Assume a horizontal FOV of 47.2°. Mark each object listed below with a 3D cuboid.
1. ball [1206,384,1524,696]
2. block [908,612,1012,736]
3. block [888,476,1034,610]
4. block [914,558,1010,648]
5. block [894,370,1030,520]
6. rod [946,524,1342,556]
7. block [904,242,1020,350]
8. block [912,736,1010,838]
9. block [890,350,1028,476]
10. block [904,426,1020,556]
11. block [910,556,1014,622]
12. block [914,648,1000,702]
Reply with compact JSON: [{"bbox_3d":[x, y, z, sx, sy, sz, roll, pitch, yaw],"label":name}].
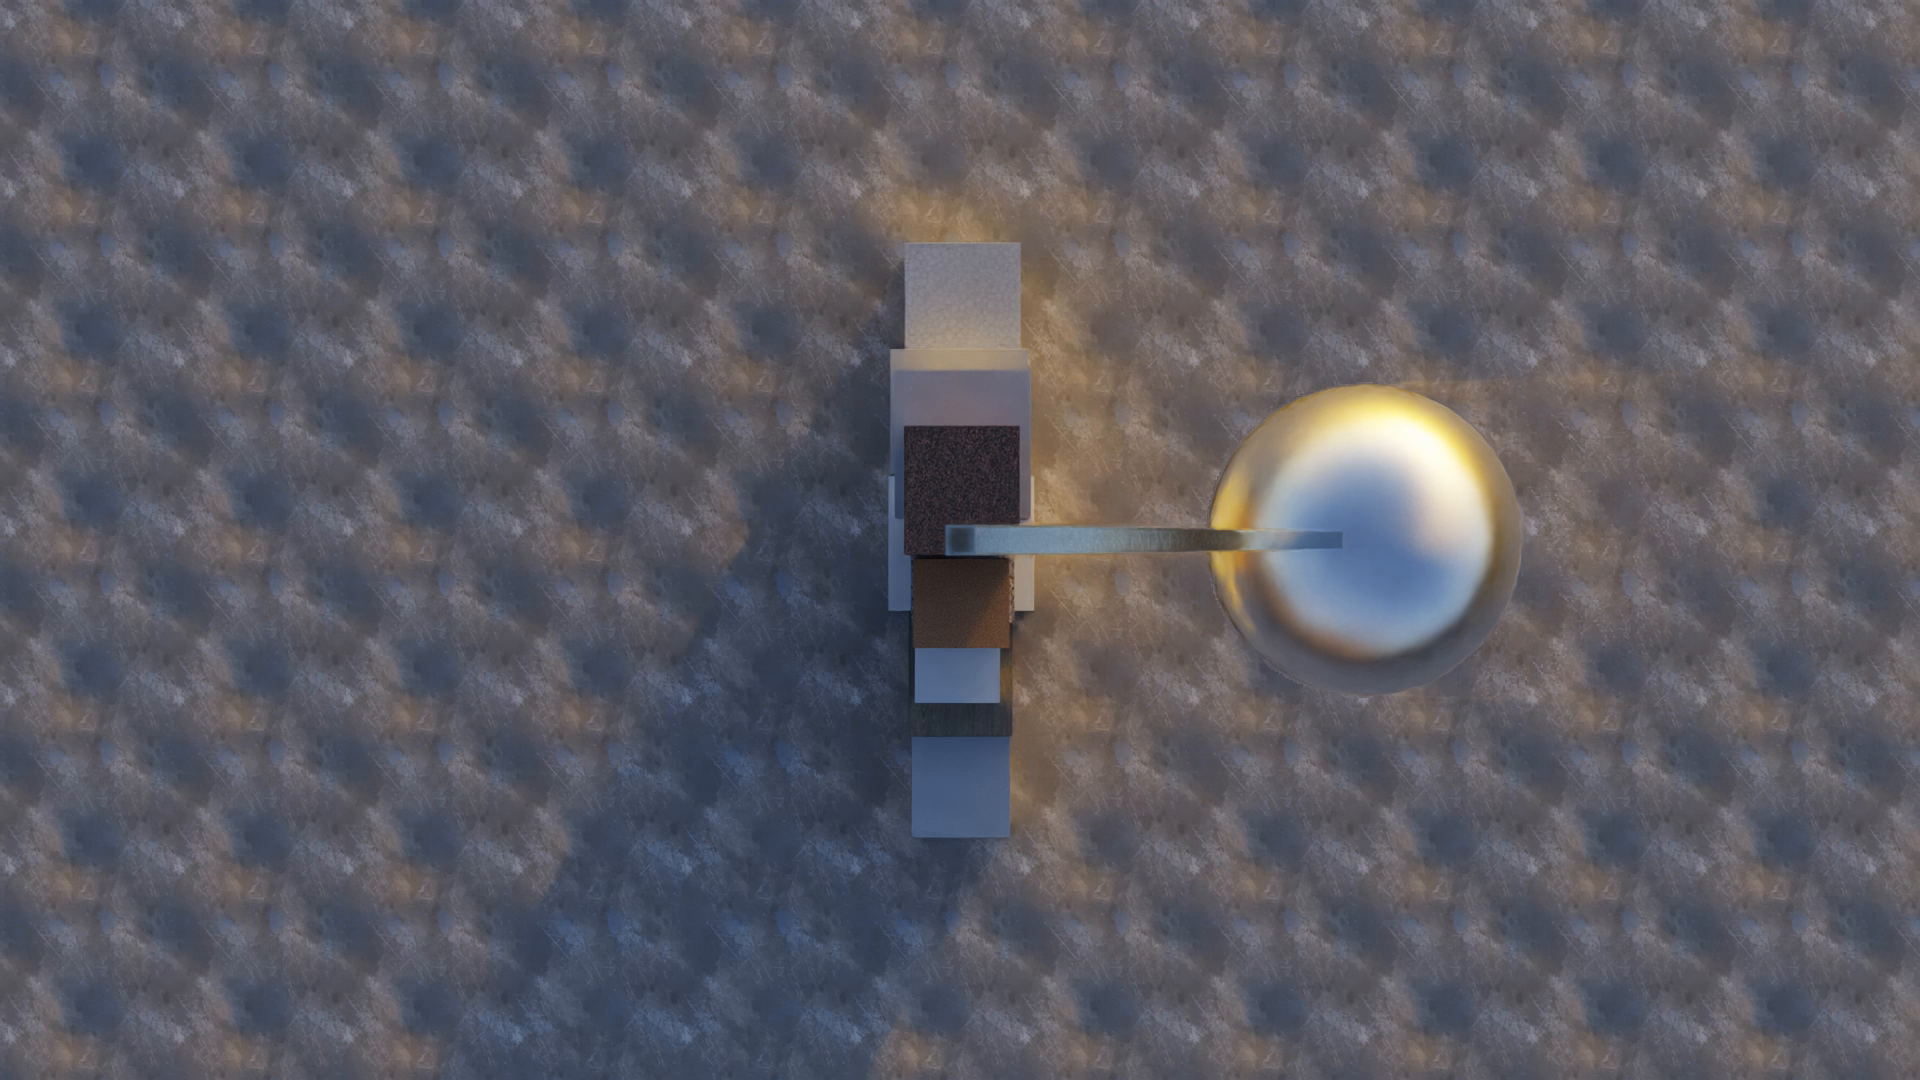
[{"bbox_3d":[2.074,0.000,11.322,1.600,1.600,1.600,0,90,0],"label":"ball"},{"bbox_3d":[0.003,0.752,12.685,0.582,0.630,0.701,0,90,0],"label":"block"},{"bbox_3d":[0.007,0.020,12.592,0.807,0.815,0.744,0,90,0],"label":"block"},{"bbox_3d":[0.006,0.323,11.390,0.489,0.414,0.455,0,90,0],"label":"block"},{"bbox_3d":[0.014,-0.499,11.828,0.710,0.715,0.776,0,90,0],"label":"block"},{"bbox_3d":[0.899,0.000,8.132,0.080,5.200,0.080,0,90,20],"label":"rod"},{"bbox_3d":[0.016,-1.375,12.729,0.657,0.541,0.618,0,90,0],"label":"block"},{"bbox_3d":[0.005,1.398,12.730,0.557,0.540,0.571,0,90,0],"label":"block"},{"bbox_3d":[-0.004,-0.709,12.594,0.764,0.811,0.694,0,90,0],"label":"block"},{"bbox_3d":[0.009,-0.242,11.144,0.569,0.650,0.636,0,90,0],"label":"block"},{"bbox_3d":[0.014,0.168,11.891,0.547,0.587,0.533,0,90,0],"label":"block"},{"bbox_3d":[-0.014,0.665,12.155,0.463,0.431,0.440,0,90,0],"label":"block"}]
